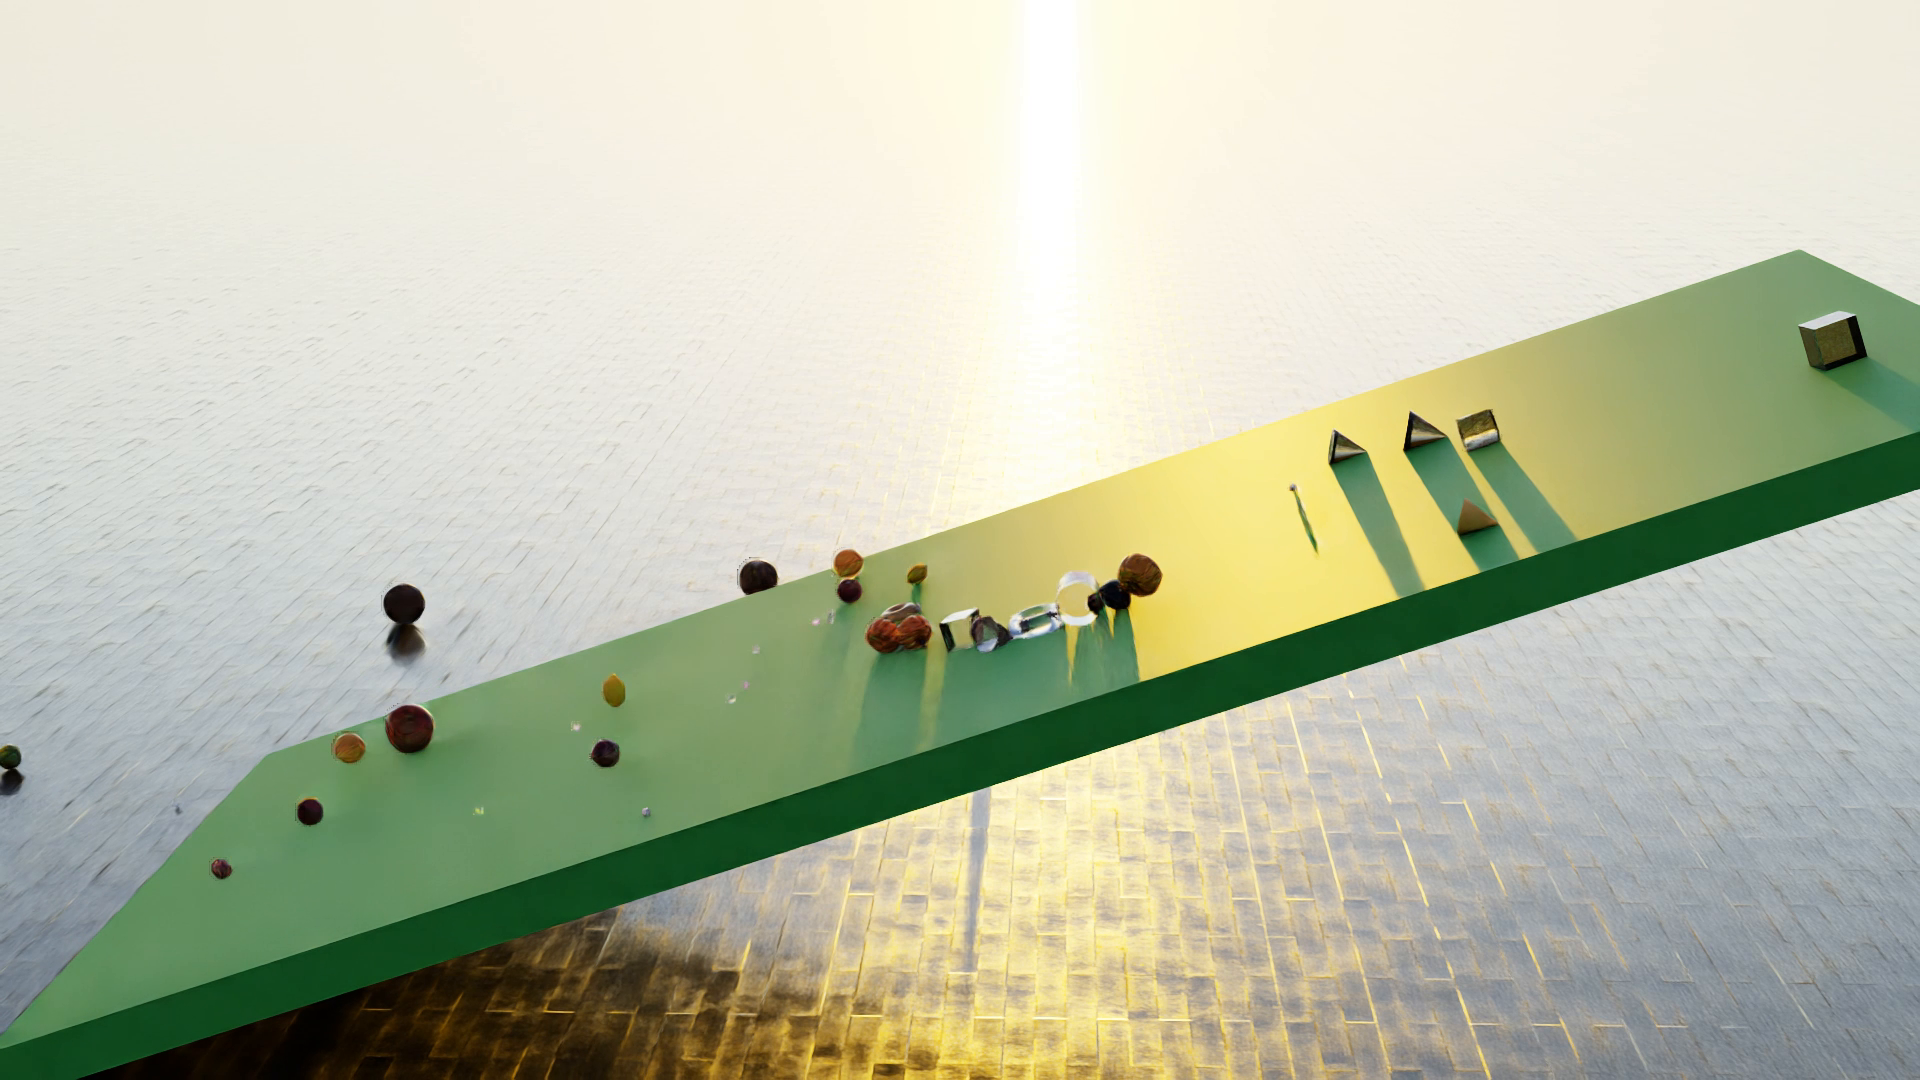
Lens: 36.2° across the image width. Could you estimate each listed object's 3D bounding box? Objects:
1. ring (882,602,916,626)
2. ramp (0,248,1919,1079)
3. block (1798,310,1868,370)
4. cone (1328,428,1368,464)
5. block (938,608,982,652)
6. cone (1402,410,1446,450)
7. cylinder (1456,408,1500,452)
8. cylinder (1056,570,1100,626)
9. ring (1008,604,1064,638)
[{"bbox_3d":[-0.134,0.162,6.470,0.084,0.028,0.084,-20,12,4],"label":"ring"},{"bbox_3d":[0.108,0.180,6.304,4.000,0.100,2.000,-18,11,6],"label":"ramp"},{"bbox_3d":[1.730,-0.395,5.831,0.087,0.087,0.087,-20,11,-2],"label":"block"},{"bbox_3d":[0.863,-0.202,6.515,0.082,0.082,0.082,8,12,1],"label":"cone"},{"bbox_3d":[0.006,0.185,6.021,0.063,0.063,0.063,-13,13,31],"label":"block"},{"bbox_3d":[1.015,-0.232,6.388,0.093,0.093,0.093,9,13,7],"label":"cone"},{"bbox_3d":[1.087,-0.231,6.173,0.073,0.073,0.073,-19,11,4],"label":"cylinder"},{"bbox_3d":[0.236,0.116,5.880,0.088,0.088,0.088,1,17,3],"label":"cylinder"},{"bbox_3d":[0.157,0.163,5.928,0.125,0.042,0.125,-18,12,4],"label":"ring"}]
